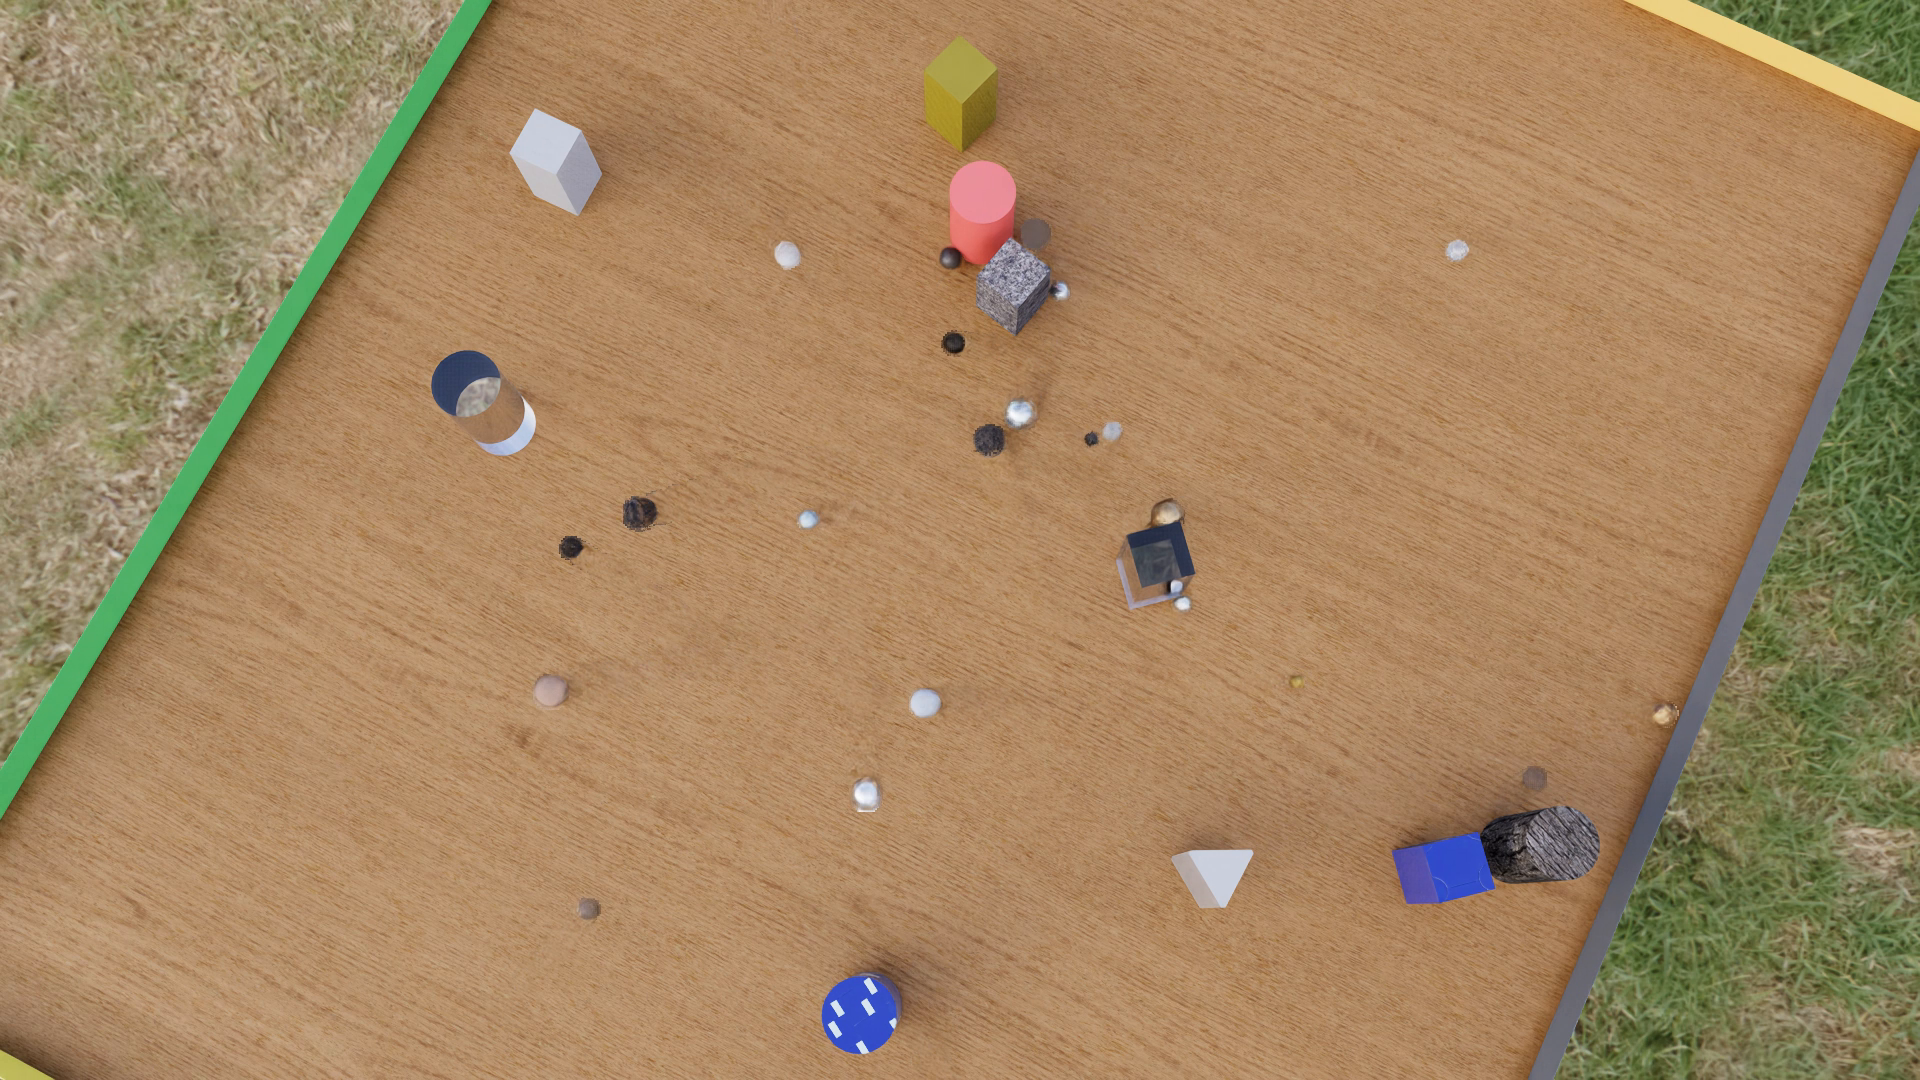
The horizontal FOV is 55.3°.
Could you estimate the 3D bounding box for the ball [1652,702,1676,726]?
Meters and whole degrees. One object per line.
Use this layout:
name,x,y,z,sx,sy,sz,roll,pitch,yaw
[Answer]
ball,2.103,0.519,5.474,0.068,0.068,0.068,0,78,0

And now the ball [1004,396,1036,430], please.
ball,0.187,-0.391,5.647,0.100,0.100,0.100,0,78,0

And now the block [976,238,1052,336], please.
block,0.163,-0.776,5.637,0.160,0.275,0.160,39,81,7

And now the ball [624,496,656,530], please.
ball,-0.974,-0.082,5.584,0.098,0.098,0.098,0,78,0

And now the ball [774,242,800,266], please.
ball,-0.545,-0.899,5.763,0.078,0.078,0.078,0,78,0

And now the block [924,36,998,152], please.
block,0.003,-1.387,5.718,0.160,0.363,0.160,43,81,8

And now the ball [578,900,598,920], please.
ball,-1.088,1.082,5.362,0.060,0.060,0.060,0,78,0

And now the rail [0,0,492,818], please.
rail,-1.943,-0.944,5.745,0.045,0.130,5.206,26,80,5

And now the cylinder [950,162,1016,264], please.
cylinder,0.068,-1.004,5.647,0.200,0.347,0.200,0,78,0

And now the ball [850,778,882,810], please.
ball,-0.278,0.750,5.413,0.094,0.094,0.094,0,78,0

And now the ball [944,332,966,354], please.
ball,-0.018,-0.613,5.709,0.067,0.067,0.067,0,78,0

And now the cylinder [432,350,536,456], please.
cylinder,-1.417,-0.404,5.474,0.200,0.443,0.200,0,78,0

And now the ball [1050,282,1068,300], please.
ball,0.311,-0.782,5.748,0.060,0.060,0.060,0,78,0

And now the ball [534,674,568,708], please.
ball,-1.220,0.452,5.473,0.097,0.097,0.097,0,78,0

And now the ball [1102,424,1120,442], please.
ball,0.467,-0.332,5.657,0.057,0.057,0.057,0,78,0

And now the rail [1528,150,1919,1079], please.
rail,1.943,0.958,5.351,0.045,0.130,5.206,26,80,5

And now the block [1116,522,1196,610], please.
block,0.573,0.079,5.408,0.160,0.377,0.160,-14,79,-3

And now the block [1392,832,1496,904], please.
block,1.374,0.939,5.229,0.160,0.378,0.160,-14,79,-3

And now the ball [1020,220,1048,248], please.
ball,0.235,-0.961,5.770,0.089,0.089,0.089,0,78,0

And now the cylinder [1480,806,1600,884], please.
cylinder,1.634,0.869,5.195,0.200,0.474,0.200,0,78,0

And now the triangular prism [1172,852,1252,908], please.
triangular prism,0.733,0.930,5.197,0.150,0.445,0.173,-30,80,-6

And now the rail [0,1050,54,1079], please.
rail,-1.153,2.266,5.080,4.391,0.130,0.045,26,80,5

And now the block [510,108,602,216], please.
block,-1.250,-1.168,5.689,0.160,0.331,0.160,26,79,5

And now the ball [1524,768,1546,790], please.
ball,1.704,0.707,5.437,0.064,0.064,0.064,0,78,0

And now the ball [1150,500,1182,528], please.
ball,0.628,-0.073,5.581,0.099,0.099,0.099,0,78,0

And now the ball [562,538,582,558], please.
ball,-1.183,0.024,5.580,0.062,0.062,0.062,0,78,0

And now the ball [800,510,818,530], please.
ball,-0.461,-0.063,5.599,0.059,0.059,0.059,0,78,0

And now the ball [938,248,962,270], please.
ball,-0.032,-0.885,5.764,0.071,0.071,0.071,0,78,0

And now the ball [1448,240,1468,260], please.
ball,1.568,-0.914,5.774,0.063,0.063,0.063,0,78,0

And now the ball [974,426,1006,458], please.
ball,0.092,-0.302,5.630,0.097,0.097,0.097,0,78,0

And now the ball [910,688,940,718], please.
ball,-0.102,0.488,5.470,0.089,0.089,0.089,0,78,0

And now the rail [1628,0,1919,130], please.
rail,1.153,-2.252,6.016,4.391,0.130,0.045,26,80,5

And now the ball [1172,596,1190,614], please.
ball,0.669,0.196,5.547,0.057,0.057,0.057,0,78,0

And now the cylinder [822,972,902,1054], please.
cylinder,-0.268,1.311,5.102,0.200,0.477,0.200,0,78,0

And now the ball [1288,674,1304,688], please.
ball,1.010,0.426,5.507,0.042,0.042,0.042,0,78,0

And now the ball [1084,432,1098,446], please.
ball,0.405,-0.311,5.659,0.043,0.043,0.043,0,78,0
